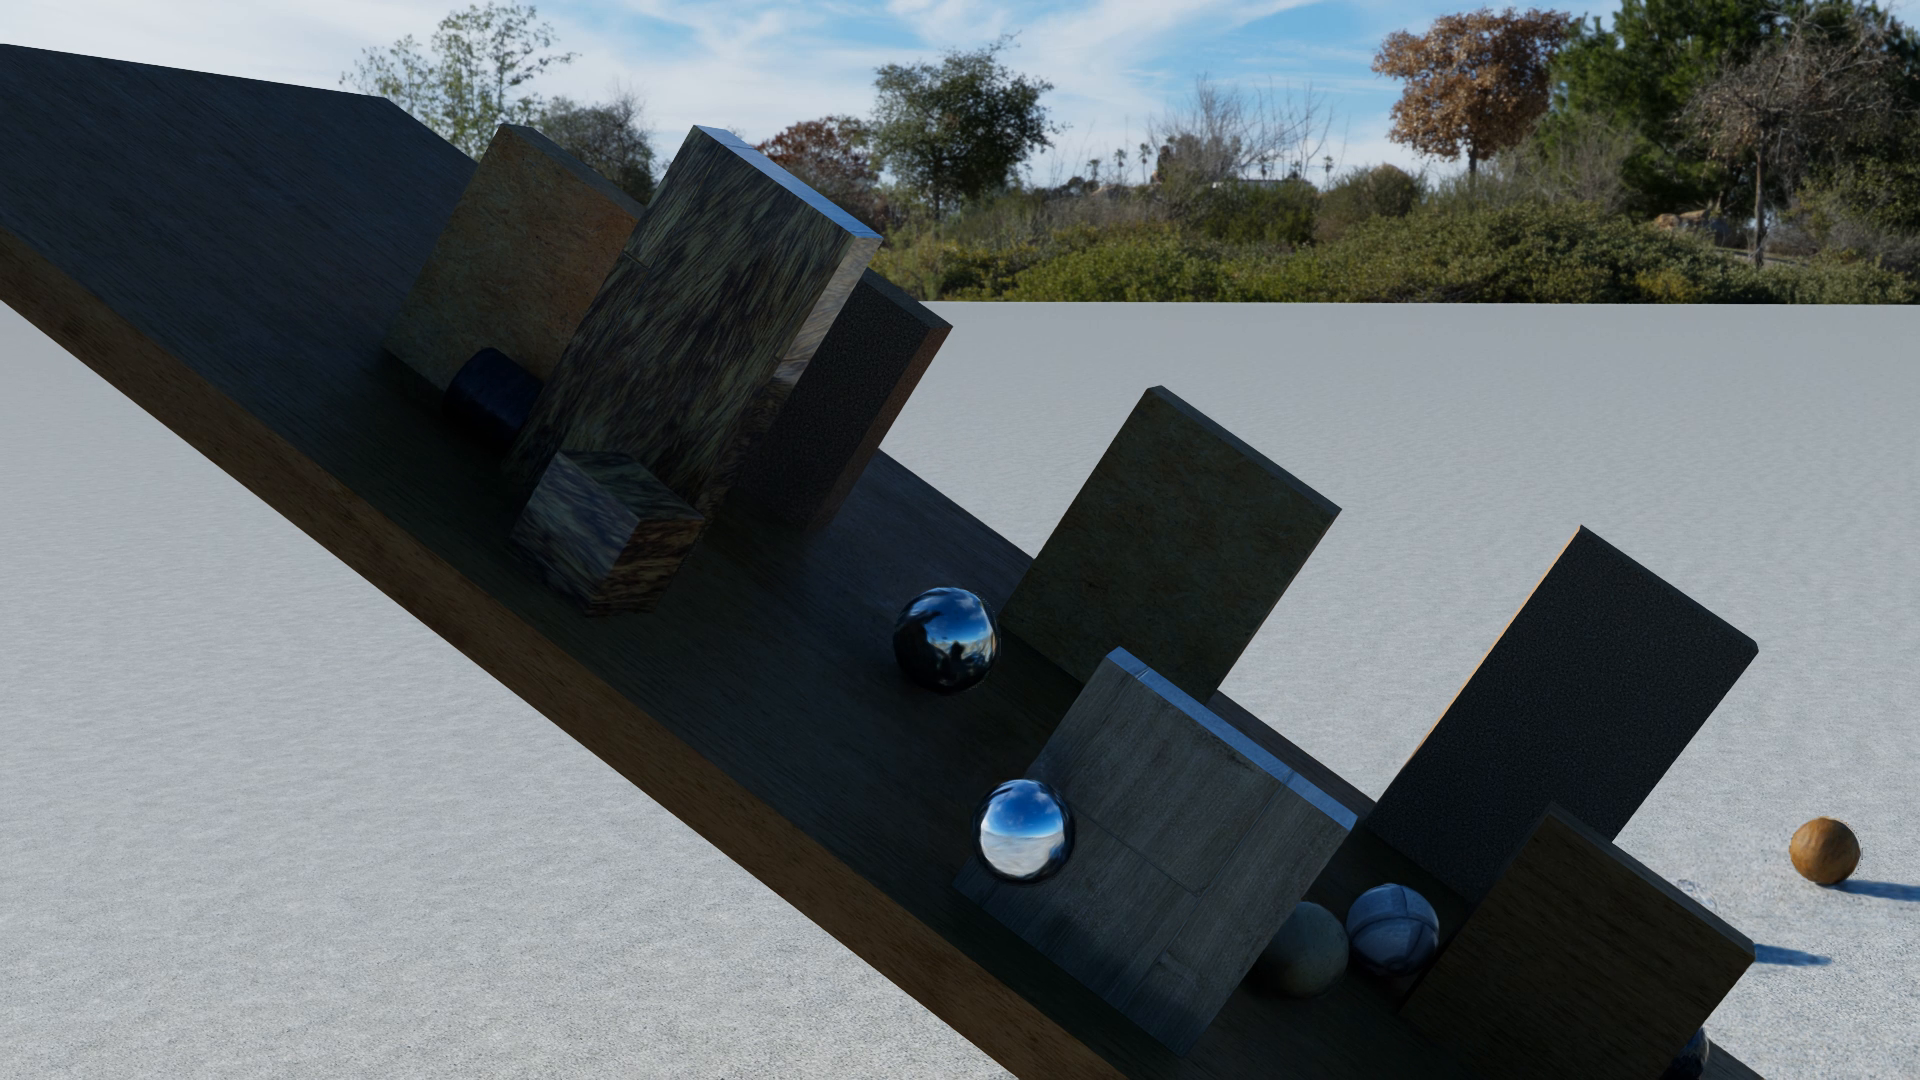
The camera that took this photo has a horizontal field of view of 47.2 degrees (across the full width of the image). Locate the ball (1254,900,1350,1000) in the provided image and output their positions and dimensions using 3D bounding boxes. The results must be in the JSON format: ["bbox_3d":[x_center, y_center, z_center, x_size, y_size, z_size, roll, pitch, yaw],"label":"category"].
[{"bbox_3d":[0.552,0.664,3.564,0.157,0.157,0.157,0,7,0],"label":"ball"}]

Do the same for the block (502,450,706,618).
[{"bbox_3d":[-0.550,-0.010,3.405,0.182,0.182,0.182,38,16,20],"label":"block"}]

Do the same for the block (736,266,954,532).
[{"bbox_3d":[-0.270,-0.295,4.295,0.280,0.476,0.141,36,15,10],"label":"block"}]

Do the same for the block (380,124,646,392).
[{"bbox_3d":[-0.757,-0.442,3.822,0.314,0.452,0.111,36,15,10],"label":"block"}]

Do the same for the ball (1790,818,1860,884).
[{"bbox_3d":[2.629,0.946,6.687,0.200,0.200,0.200,0,7,0],"label":"ball"}]

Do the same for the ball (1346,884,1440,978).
[{"bbox_3d":[0.766,0.692,3.893,0.164,0.164,0.164,0,7,0],"label":"ball"}]

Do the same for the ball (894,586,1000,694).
[{"bbox_3d":[-0.024,0.176,3.874,0.187,0.187,0.187,0,7,0],"label":"ball"}]

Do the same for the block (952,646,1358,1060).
[{"bbox_3d":[0.276,0.449,3.174,0.417,0.420,0.090,36,15,10],"label":"block"}]

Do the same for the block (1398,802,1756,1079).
[{"bbox_3d":[1.045,0.746,3.747,0.400,0.443,0.097,36,15,10],"label":"block"}]

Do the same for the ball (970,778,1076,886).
[{"bbox_3d":[0.087,0.405,3.052,0.147,0.147,0.147,0,7,0],"label":"ball"}]

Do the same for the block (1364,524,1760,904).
[{"bbox_3d":[1.244,0.407,4.585,0.423,0.768,0.126,36,15,10],"label":"block"}]

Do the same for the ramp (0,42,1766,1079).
[{"bbox_3d":[-0.127,0.214,4.100,4.000,0.100,2.000,36,15,10],"label":"ramp"}]

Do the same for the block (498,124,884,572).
[{"bbox_3d":[-0.446,-0.304,3.607,0.326,0.664,0.134,36,15,10],"label":"block"}]

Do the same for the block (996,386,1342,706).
[{"bbox_3d":[0.416,0.051,4.419,0.441,0.567,0.136,36,15,10],"label":"block"}]

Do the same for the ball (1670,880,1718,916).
[{"bbox_3d":[2.003,1.030,6.081,0.178,0.178,0.178,0,7,0],"label":"ball"}]

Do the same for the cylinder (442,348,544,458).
[{"bbox_3d":[-0.771,-0.226,3.710,0.144,0.144,0.144,35,14,9],"label":"cylinder"}]

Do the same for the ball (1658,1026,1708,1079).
[{"bbox_3d":[1.315,0.952,4.146,0.184,0.184,0.184,0,7,0],"label":"ball"}]
